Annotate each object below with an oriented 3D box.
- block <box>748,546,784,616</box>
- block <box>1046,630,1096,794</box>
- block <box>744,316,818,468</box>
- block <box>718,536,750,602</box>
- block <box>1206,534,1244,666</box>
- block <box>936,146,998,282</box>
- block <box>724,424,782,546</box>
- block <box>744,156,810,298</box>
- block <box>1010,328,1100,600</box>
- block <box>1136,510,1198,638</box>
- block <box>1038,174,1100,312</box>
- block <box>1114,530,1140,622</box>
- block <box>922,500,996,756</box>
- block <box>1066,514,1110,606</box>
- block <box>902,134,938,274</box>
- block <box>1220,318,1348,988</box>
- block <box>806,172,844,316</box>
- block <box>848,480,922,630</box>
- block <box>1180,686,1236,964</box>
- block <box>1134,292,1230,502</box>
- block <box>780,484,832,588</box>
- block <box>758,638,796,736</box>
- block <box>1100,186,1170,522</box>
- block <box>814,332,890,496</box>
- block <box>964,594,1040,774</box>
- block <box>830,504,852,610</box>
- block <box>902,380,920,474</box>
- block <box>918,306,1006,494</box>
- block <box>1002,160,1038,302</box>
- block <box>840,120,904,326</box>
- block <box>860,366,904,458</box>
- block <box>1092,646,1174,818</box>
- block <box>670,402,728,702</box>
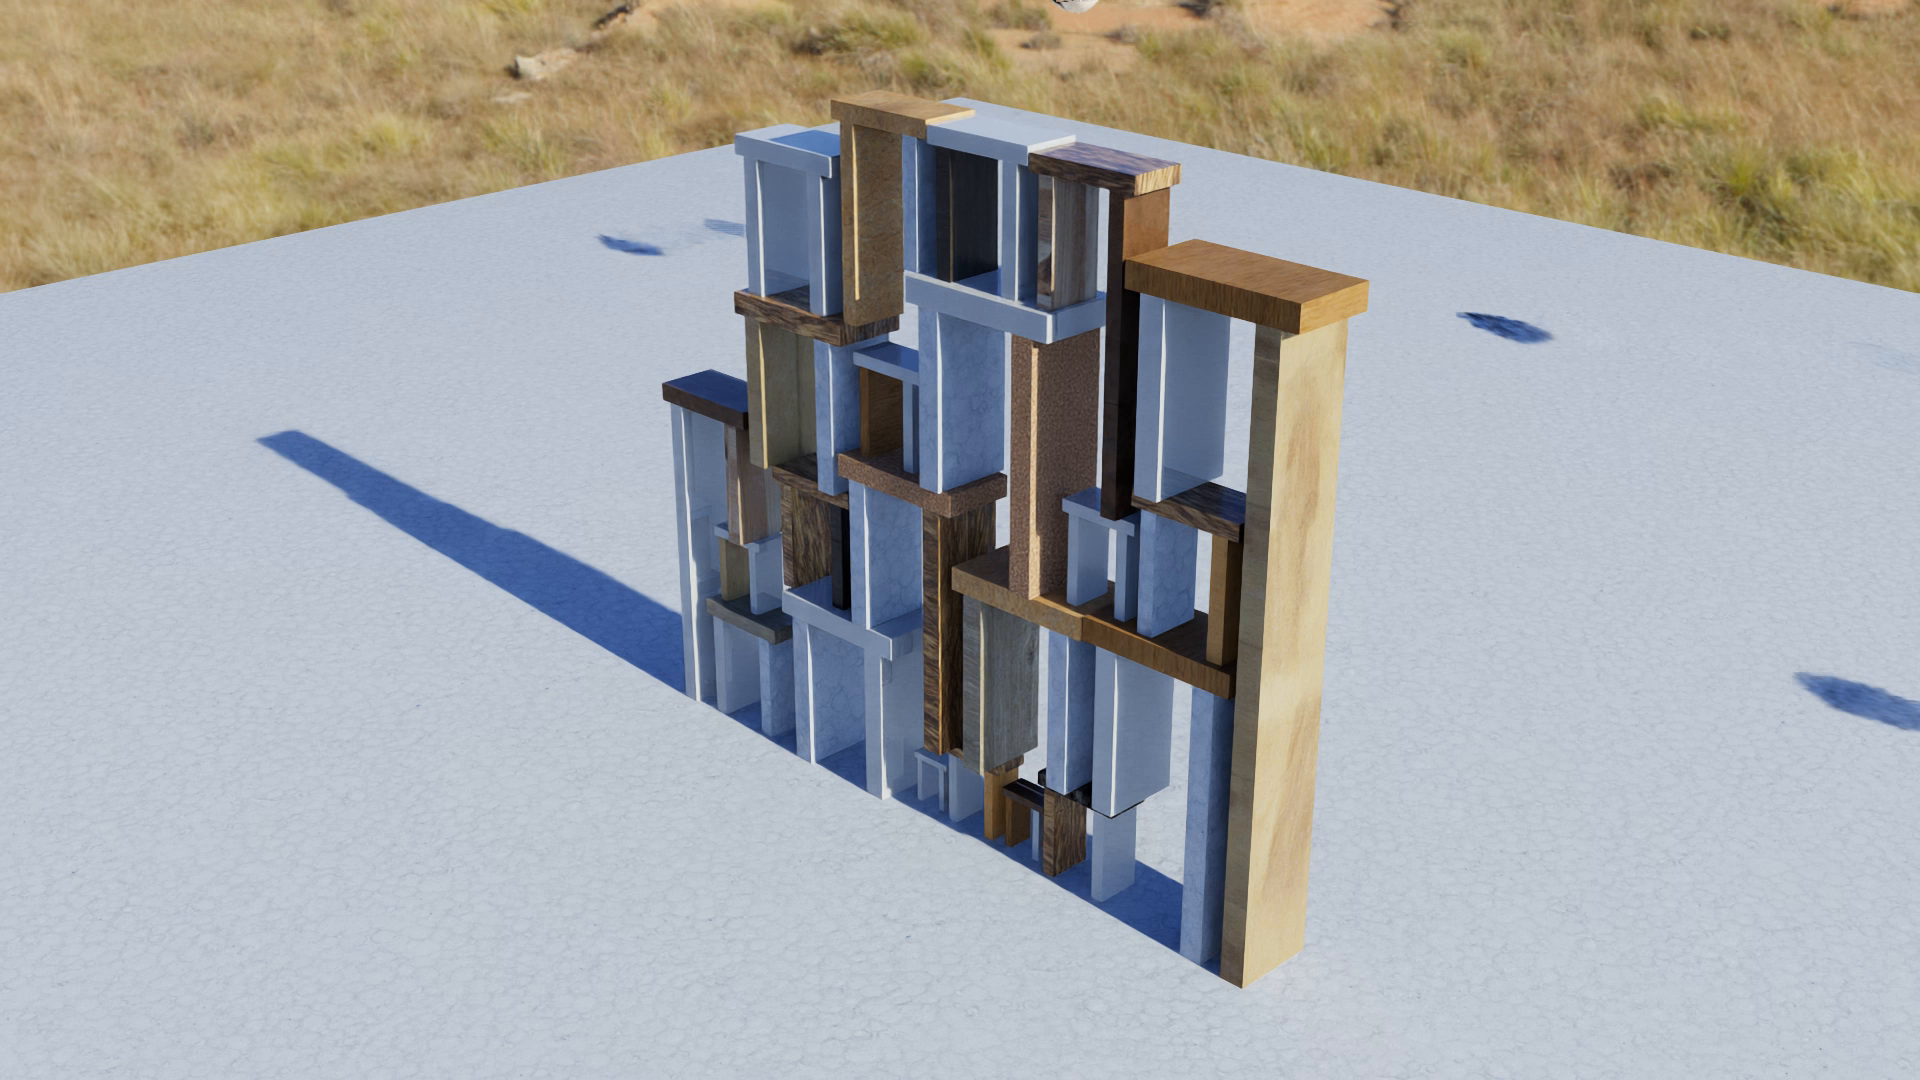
[{"bbox_3d":[-0.415,0.080,4.713,0.021,0.149,0.074,21,31,41],"label":"block"},{"bbox_3d":[0.235,0.296,4.098,0.046,0.327,0.163,21,31,41],"label":"block"},{"bbox_3d":[-0.358,-0.317,4.481,0.157,0.314,0.044,-21,31,-41],"label":"block"},{"bbox_3d":[-0.485,0.053,4.778,0.021,0.148,0.074,21,31,41],"label":"block"},{"bbox_3d":[0.474,0.086,3.740,0.117,0.234,0.033,-21,31,-41],"label":"block"},{"bbox_3d":[0.013,-0.596,3.954,0.121,0.243,0.034,-21,30,-40],"label":"block"},{"bbox_3d":[-0.428,-0.133,4.631,0.038,0.266,0.133,21,31,41],"label":"block"},{"bbox_3d":[-0.357,-0.631,4.351,0.039,0.276,0.138,21,31,41],"label":"block"},{"bbox_3d":[0.171,-0.150,3.977,0.177,0.495,0.050,-21,31,-40],"label":"block"},{"bbox_3d":[0.364,0.043,3.842,0.117,0.234,0.033,-21,31,-41],"label":"block"},{"bbox_3d":[0.187,-0.523,3.794,0.117,0.235,0.033,-21,31,-40],"label":"block"},{"bbox_3d":[0.313,0.053,3.902,0.085,0.169,0.024,-21,31,-41],"label":"block"},{"bbox_3d":[-0.001,0.160,4.288,0.155,0.514,0.044,-21,31,-40],"label":"block"},{"bbox_3d":[0.232,0.025,3.976,0.024,0.175,0.085,21,31,40],"label":"block"},{"bbox_3d":[-0.046,-0.623,4.011,0.125,0.249,0.035,-21,30,-40],"label":"block"},{"bbox_3d":[0.544,0.203,3.725,0.050,1.216,0.178,21,31,41],"label":"block"},{"bbox_3d":[-0.227,-0.580,4.230,0.039,0.276,0.138,21,31,41],"label":"block"},{"bbox_3d":[-0.147,0.009,4.383,0.044,0.310,0.155,21,31,41],"label":"block"},{"bbox_3d":[0.474,0.484,3.921,0.047,0.546,0.166,21,31,41],"label":"block"},{"bbox_3d":[0.376,-0.258,3.712,0.178,0.356,0.050,-21,31,-41],"label":"block"},{"bbox_3d":[-0.316,-0.024,4.565,0.114,0.228,0.032,-21,31,-41],"label":"block"},{"bbox_3d":[-0.378,0.301,4.759,0.032,0.229,0.114,21,31,41],"label":"block"},{"bbox_3d":[0.299,-0.321,3.760,0.033,0.581,0.117,21,31,40],"label":"block"},{"bbox_3d":[-0.211,-0.259,4.344,0.157,0.314,0.044,-21,31,-41],"label":"block"},{"bbox_3d":[0.080,0.256,4.248,0.046,0.370,0.163,21,31,41],"label":"block"},{"bbox_3d":[-0.208,0.018,4.466,0.032,0.228,0.114,21,31,41],"label":"block"},{"bbox_3d":[-0.067,-0.225,4.194,0.091,0.182,0.026,-21,31,-40],"label":"block"},{"bbox_3d":[0.004,-0.280,4.103,0.177,0.354,0.050,-21,31,-40],"label":"block"},{"bbox_3d":[0.128,-0.551,3.849,0.034,0.243,0.122,21,31,40],"label":"block"},{"bbox_3d":[-0.165,-0.605,4.145,0.035,0.388,0.125,21,31,41],"label":"block"},{"bbox_3d":[-0.152,-0.259,4.273,0.091,0.182,0.026,-21,31,-40],"label":"block"},{"bbox_3d":[0.318,0.325,4.023,0.047,0.332,0.166,21,31,41],"label":"block"},{"bbox_3d":[-0.554,0.016,4.830,0.038,0.697,0.133,21,31,41],"label":"block"}]
